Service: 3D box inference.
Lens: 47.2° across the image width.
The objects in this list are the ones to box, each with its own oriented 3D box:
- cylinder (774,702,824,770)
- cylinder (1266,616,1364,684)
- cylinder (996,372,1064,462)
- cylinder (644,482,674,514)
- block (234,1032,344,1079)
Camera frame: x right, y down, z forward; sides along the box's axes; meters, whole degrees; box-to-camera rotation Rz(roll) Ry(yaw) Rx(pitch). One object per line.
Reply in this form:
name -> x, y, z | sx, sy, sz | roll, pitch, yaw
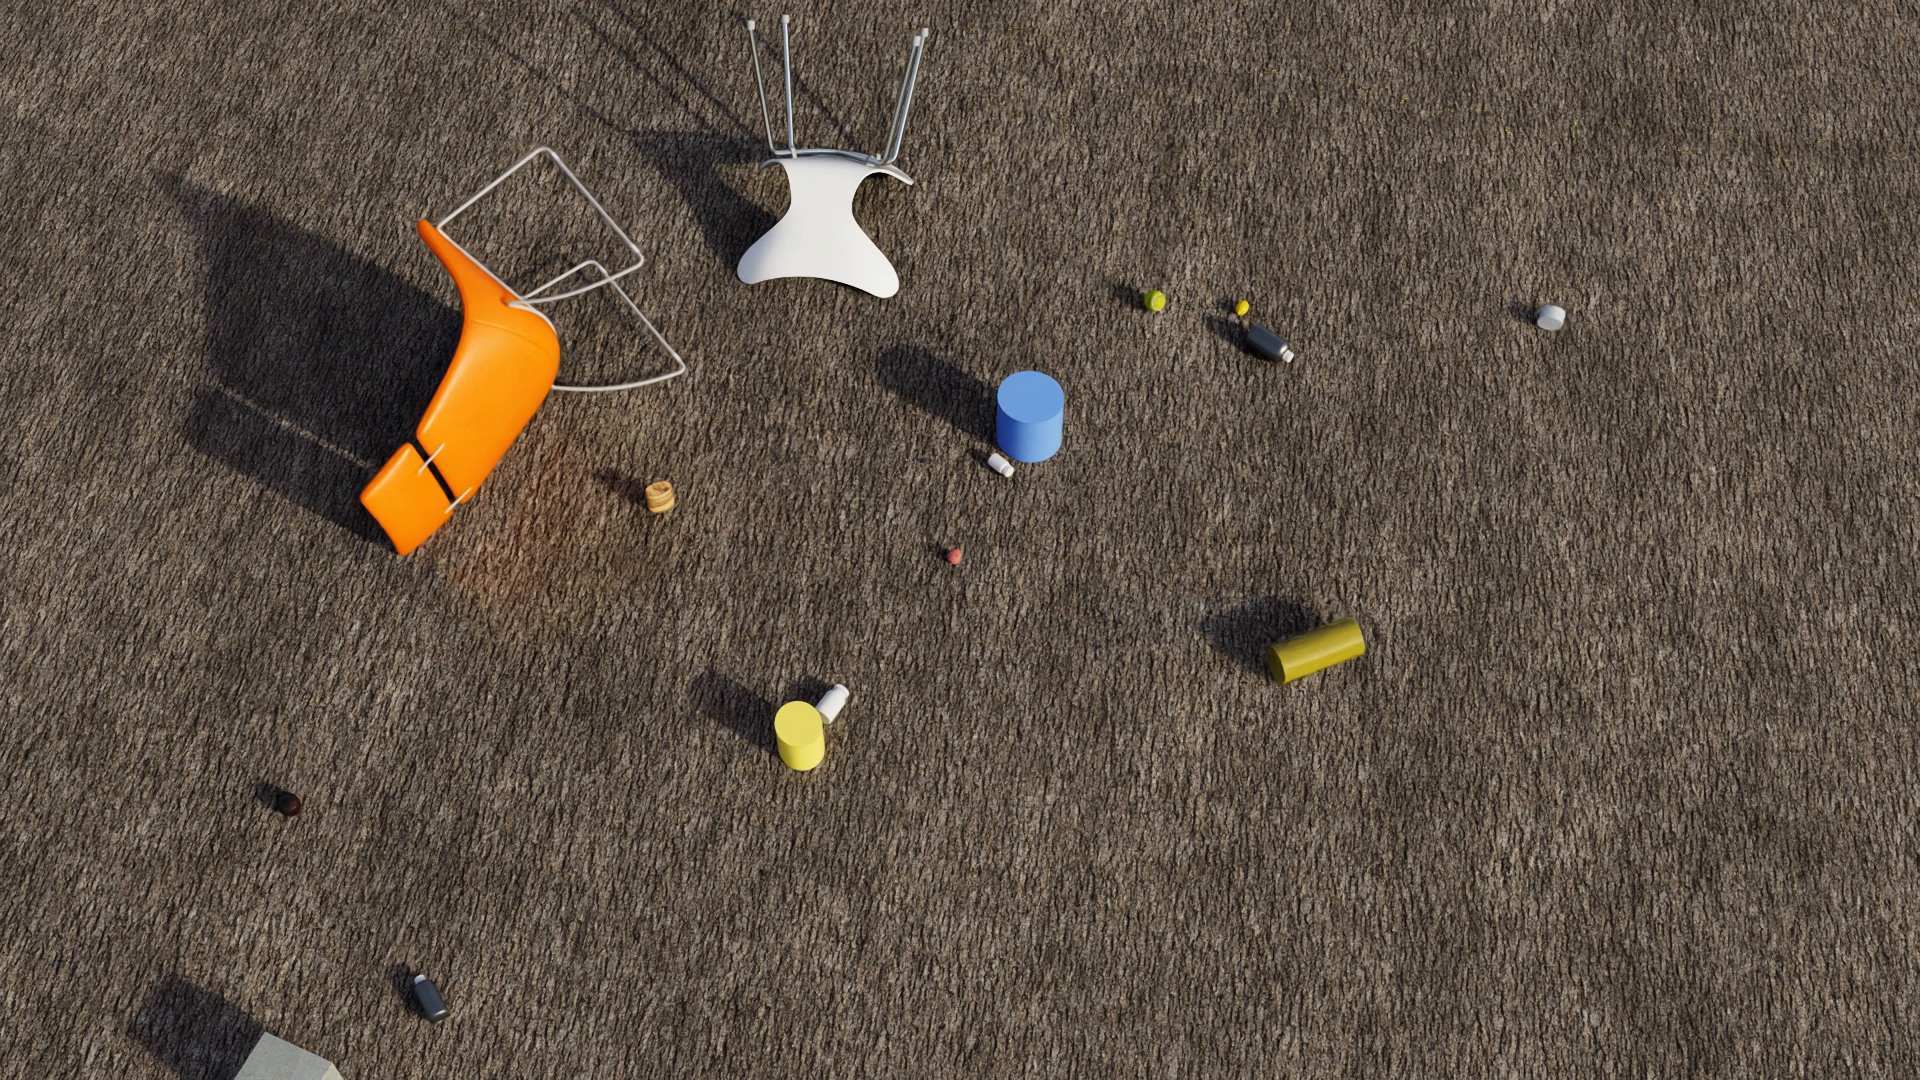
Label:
cylinder -> -0.446, 0.546, 6.126 | 0.129, 0.136, 0.147 | -18, 58, -12
cylinder -> 1.016, 0.314, 6.295 | 0.256, 0.113, 0.116 | -19, 97, -12
cylinder -> 0.213, -0.375, 6.705 | 0.204, 0.201, 0.196 | 31, 61, 19
cylinder -> -0.901, -0.128, 6.603 | 0.081, 0.095, 0.044 | -19, 58, -12
block -> -1.694, 1.390, 5.532 | 0.199, 0.182, 0.186 | 20, 58, 13
